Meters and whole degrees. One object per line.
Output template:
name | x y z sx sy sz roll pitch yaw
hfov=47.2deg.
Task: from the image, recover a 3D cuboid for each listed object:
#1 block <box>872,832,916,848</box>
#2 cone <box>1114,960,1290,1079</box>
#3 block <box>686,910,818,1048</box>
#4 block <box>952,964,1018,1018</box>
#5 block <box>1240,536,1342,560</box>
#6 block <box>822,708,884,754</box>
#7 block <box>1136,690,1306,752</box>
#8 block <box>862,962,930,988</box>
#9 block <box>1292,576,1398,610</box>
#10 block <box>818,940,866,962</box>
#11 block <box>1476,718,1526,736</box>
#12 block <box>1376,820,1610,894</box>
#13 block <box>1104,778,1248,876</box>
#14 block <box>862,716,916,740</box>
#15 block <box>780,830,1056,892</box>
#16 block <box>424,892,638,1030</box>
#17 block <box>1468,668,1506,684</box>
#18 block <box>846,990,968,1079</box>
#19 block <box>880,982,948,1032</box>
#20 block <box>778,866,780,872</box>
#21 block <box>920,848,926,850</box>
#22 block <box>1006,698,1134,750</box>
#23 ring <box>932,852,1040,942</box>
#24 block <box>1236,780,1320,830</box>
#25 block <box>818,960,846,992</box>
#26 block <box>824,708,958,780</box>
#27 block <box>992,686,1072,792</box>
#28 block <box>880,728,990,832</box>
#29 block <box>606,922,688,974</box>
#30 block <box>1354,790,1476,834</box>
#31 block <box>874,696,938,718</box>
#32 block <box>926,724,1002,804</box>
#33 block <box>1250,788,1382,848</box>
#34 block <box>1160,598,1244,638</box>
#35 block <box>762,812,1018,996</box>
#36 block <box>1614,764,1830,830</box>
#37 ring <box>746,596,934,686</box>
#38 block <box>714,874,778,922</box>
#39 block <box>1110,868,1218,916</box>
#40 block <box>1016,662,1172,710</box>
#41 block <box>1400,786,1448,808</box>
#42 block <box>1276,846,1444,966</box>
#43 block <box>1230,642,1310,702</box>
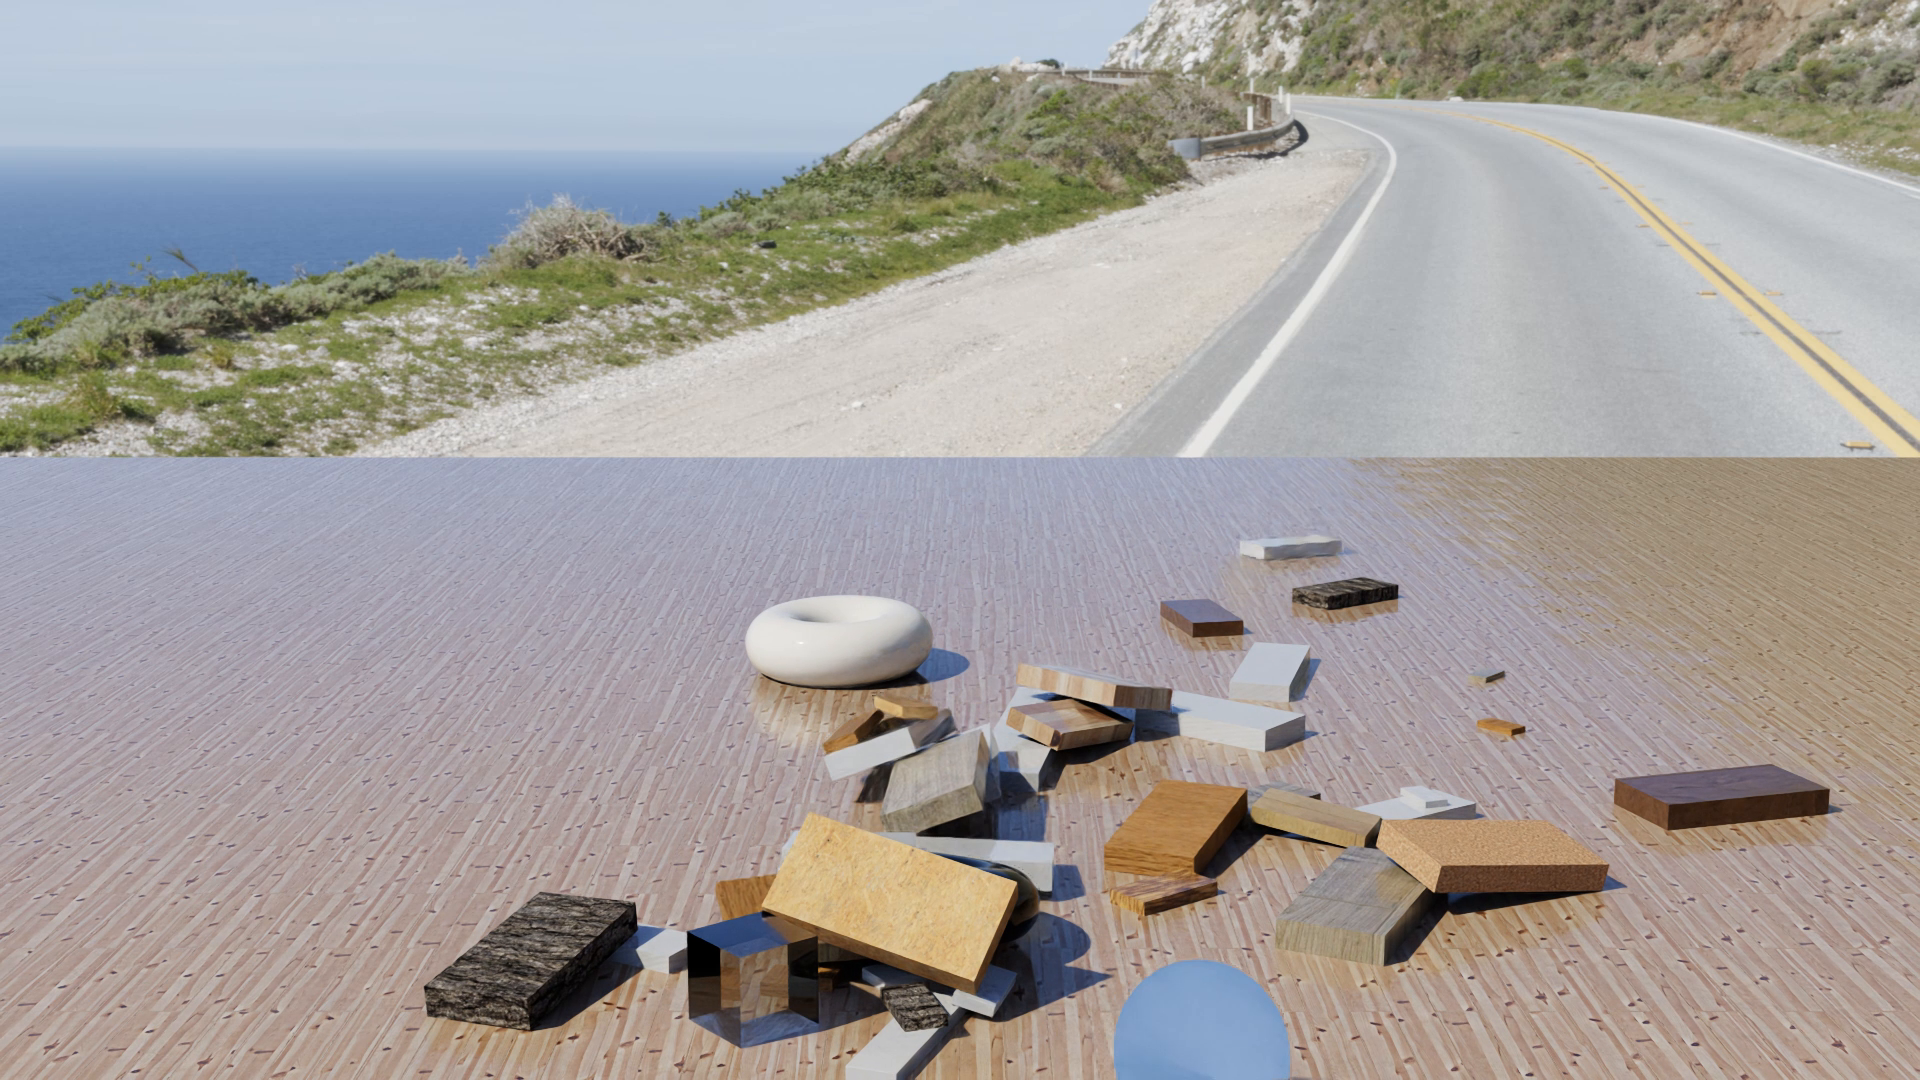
block | -0.124 0.489 3.583 0.083 0.023 0.166 2 -9 -9
cone | 0.281 0.682 2.885 0.235 0.235 0.235 -3 -16 -14
block | -0.294 0.623 3.128 0.133 0.133 0.133 -9 14 -39
block | 0.036 0.651 3.195 0.063 0.018 0.126 16 15 13
block | 0.995 0.021 6.608 0.269 0.038 0.135 -4 9 -24
block | -0.208 0.373 4.309 0.074 0.021 0.148 -23 6 23
block | 0.550 0.382 4.662 0.322 0.046 0.161 8 13 38
block | -0.077 0.648 3.307 0.126 0.018 0.063 -7 13 -34
block | 1.046 0.145 5.963 0.267 0.038 0.134 -7 13 -35
block | -0.150 0.617 3.356 0.192 0.027 0.096 -1 -1 -18
block | 1.151 0.396 4.676 0.046 0.013 0.092 -8 13 -36
block | 0.891 0.527 3.679 0.345 0.049 0.172 4 17 -25
block | 0.385 0.510 3.890 0.161 0.046 0.322 4 17 23
block | -0.143 0.368 4.408 0.074 0.021 0.148 -22 -3 34
block | -0.067 0.541 3.716 0.450 0.047 0.167 2 4 4
block | -0.633 0.622 3.279 0.167 0.047 0.335 3 16 19
block | 1.225 0.315 5.116 0.046 0.013 0.092 9 14 41
block | -0.069 0.692 3.066 0.073 0.021 0.290 4 11 20
block | -0.066 0.662 3.120 0.063 0.018 0.126 -3 11 -18
block | -0.265 0.564 3.746 0.091 0.013 0.045 0 1 -8
block | -0.151 0.554 3.601 0.192 0.096 0.027 0 -22 1
block | 0.229 0.377 4.532 0.135 0.038 0.269 25 16 34
ring | -0.046 0.550 3.414 0.343 0.114 0.343 8 -4 1
block | 0.562 0.494 4.101 0.212 0.030 0.106 -9 14 -39
block | -0.251 0.649 3.296 0.146 0.021 0.073 2 11 13
block | -0.131 0.395 4.282 0.173 0.049 0.346 -20 -3 13
block | 0.142 0.405 4.560 0.135 0.038 0.664 2 11 10
block | -0.041 0.437 3.962 0.173 0.049 0.346 -20 9 7
block | -0.500 0.626 3.403 0.192 0.027 0.096 6 12 28
block | 0.837 0.504 4.052 0.212 0.030 0.106 -7 13 -34
block | -0.106 0.327 4.304 0.074 0.021 0.148 2 3 -24
block | -0.015 0.443 4.173 0.173 0.049 0.346 -19 10 4
block | 0.642 0.503 3.967 0.211 0.030 0.106 13 18 24
block | 0.621 0.200 5.664 0.134 0.038 0.267 -2 11 -12
block | -0.101 0.529 3.218 0.335 0.047 0.167 16 56 16
block | 1.427 0.481 4.124 0.345 0.049 0.172 -3 11 -16
ring | -0.284 0.236 5.183 0.443 0.148 0.443 -1 11 0
block | -0.302 0.580 3.527 0.166 0.023 0.083 -4 53 -22
block | 0.338 0.583 3.643 0.166 0.023 0.083 -8 13 -37
block | 0.284 0.313 4.699 0.161 0.046 0.322 7 1 -38
block | 0.860 0.477 4.080 0.046 0.013 0.092 -3 11 -18
block | 0.656 0.586 3.556 0.172 0.049 0.397 5 12 26
block | 0.722 0.304 5.104 0.134 0.038 0.406 3 11 15
